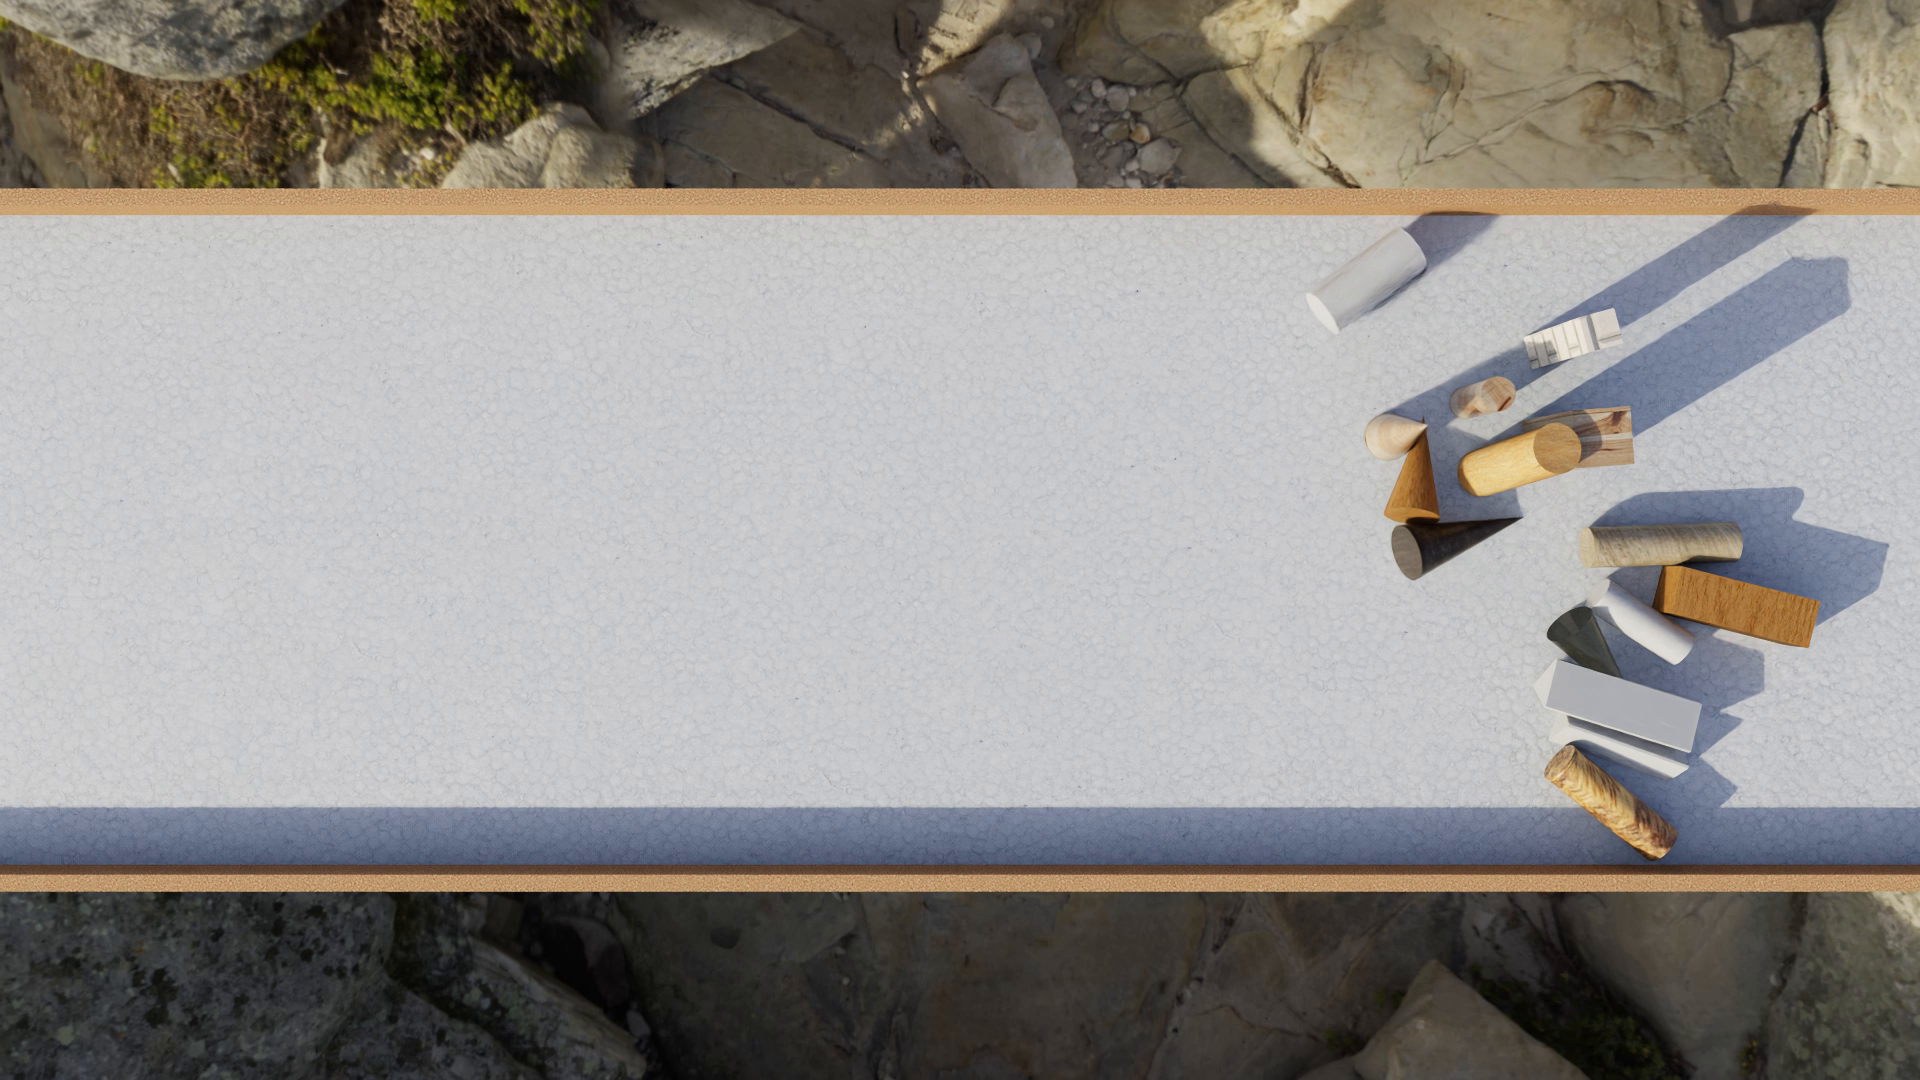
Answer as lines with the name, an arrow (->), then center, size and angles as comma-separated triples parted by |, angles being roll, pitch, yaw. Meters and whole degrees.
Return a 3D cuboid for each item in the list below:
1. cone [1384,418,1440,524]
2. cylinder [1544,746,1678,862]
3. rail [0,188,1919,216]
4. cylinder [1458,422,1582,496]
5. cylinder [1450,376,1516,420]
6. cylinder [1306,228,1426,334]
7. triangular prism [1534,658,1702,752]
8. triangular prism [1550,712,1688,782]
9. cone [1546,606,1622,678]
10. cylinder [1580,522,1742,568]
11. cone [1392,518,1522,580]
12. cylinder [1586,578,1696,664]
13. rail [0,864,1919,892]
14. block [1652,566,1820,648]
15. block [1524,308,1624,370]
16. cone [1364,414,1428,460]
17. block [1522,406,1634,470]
cone -> 1.398, -0.228, 5.036 | 0.166, 0.166, 0.327 | 11, 76, 0
cylinder -> 1.977, 0.799, 5.013 | 0.401, 0.128, 0.128 | 39, 90, 0
rail -> -2.247, -1.025, 5.002 | 12.000, 0.150, 0.050 | 0, 90, 0
cylinder -> 1.633, -0.230, 4.837 | 0.145, 0.460, 0.145 | 1, 83, -9
cylinder -> 1.556, -0.422, 4.922 | 0.101, 0.309, 0.101 | 0, 90, 0
cylinder -> 1.232, -0.786, 5.000 | 0.333, 0.153, 0.153 | -37, 90, 0
triangular prism -> 1.982, 0.518, 4.975 | 0.455, 0.154, 0.133 | 17, 51, 0
triangular prism -> 2.014, 0.621, 5.020 | 0.385, 0.107, 0.123 | 19, 90, 0
cone -> 1.970, 0.394, 5.039 | 0.153, 0.153, 0.381 | -41, 101, 0
cylinder -> 2.128, 0.015, 5.014 | 0.445, 0.125, 0.125 | -2, 90, 0
cone -> 1.544, -0.016, 5.034 | 0.410, 0.173, 0.173 | -16, 90, -12
cylinder -> 2.070, 0.249, 5.021 | 0.309, 0.112, 0.112 | 33, 90, 0
rail -> -2.247, 1.025, 5.001 | 12.000, 0.150, 0.050 | 0, 90, 0
block -> 2.350, 0.201, 5.004 | 0.424, 0.144, 0.144 | 14, 90, 0
block -> 1.797, -0.588, 4.849 | 0.102, 0.456, 0.102 | -15, 90, 0
cone -> 1.318, -0.320, 4.859 | 0.148, 0.433, 0.148 | 0, 89, 0
block -> 1.818, -0.291, 4.868 | 0.164, 0.418, 0.164 | -4, 90, 0
